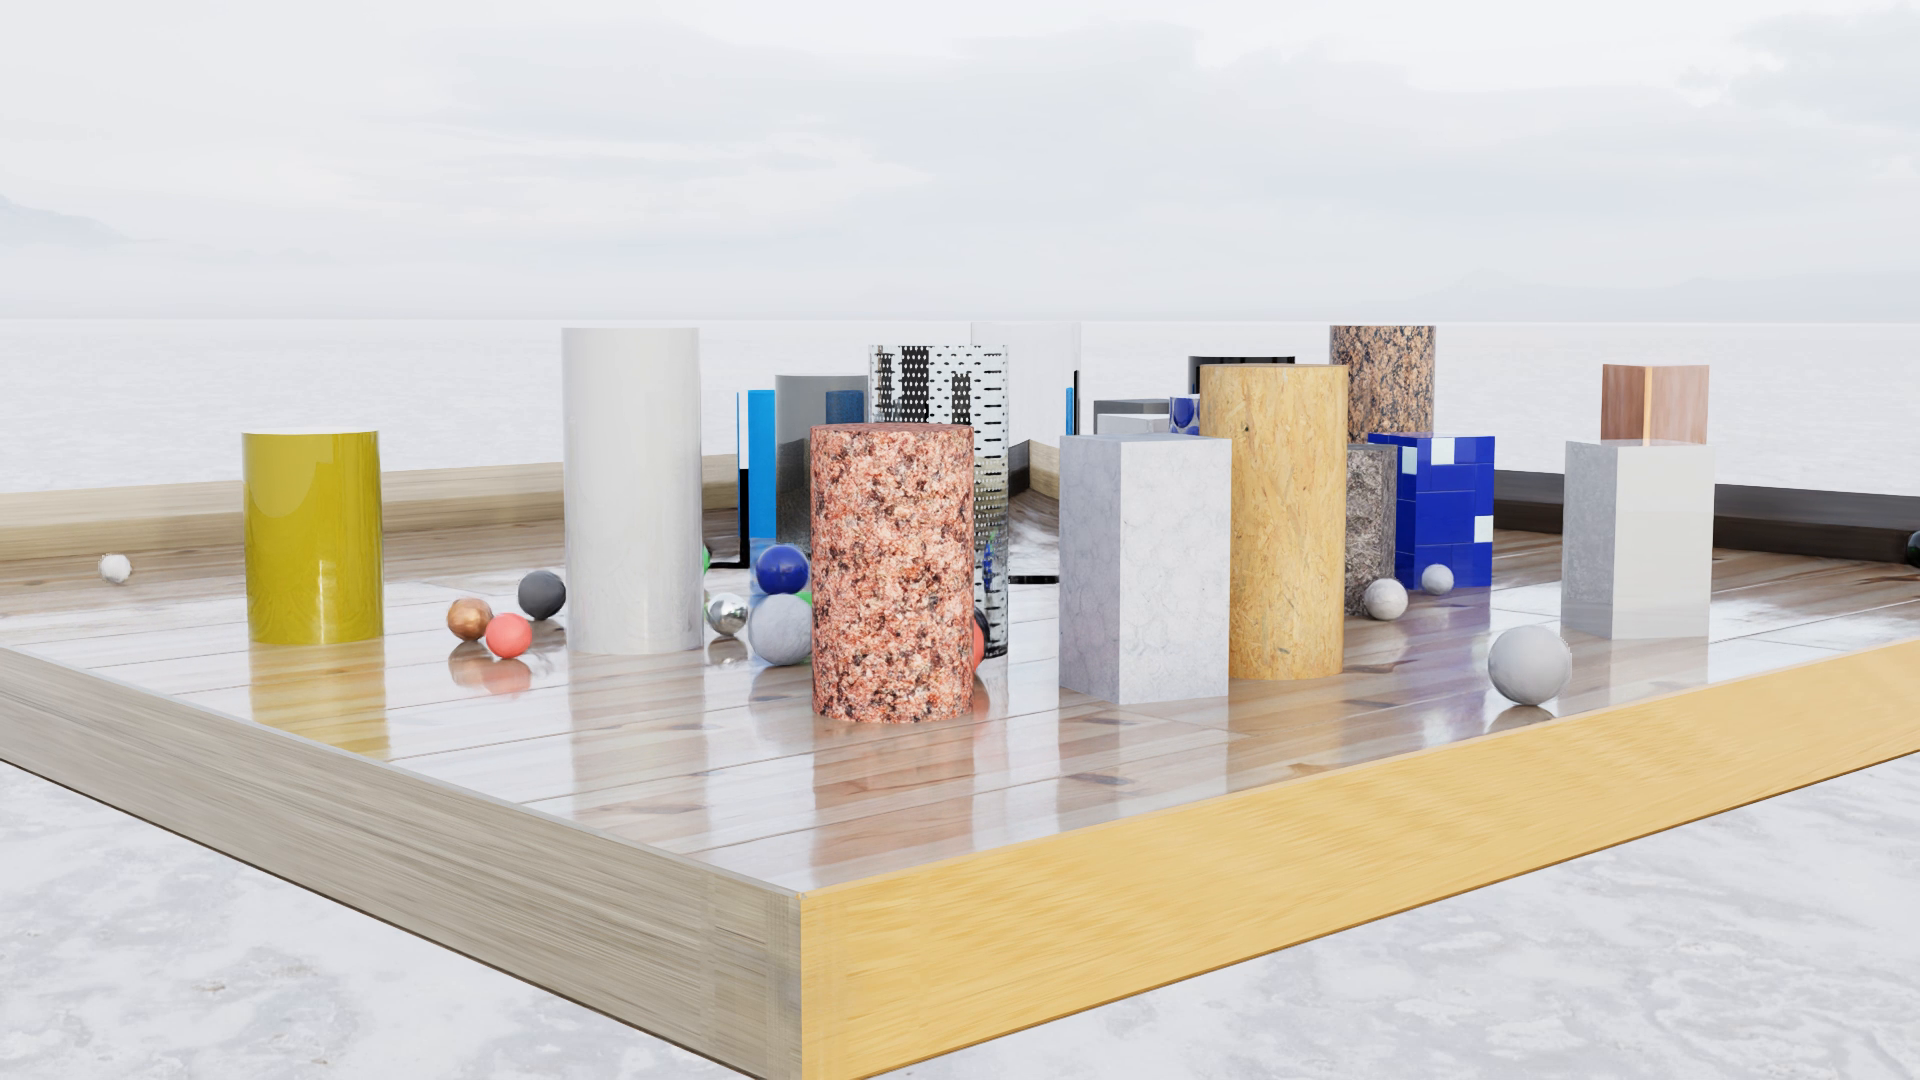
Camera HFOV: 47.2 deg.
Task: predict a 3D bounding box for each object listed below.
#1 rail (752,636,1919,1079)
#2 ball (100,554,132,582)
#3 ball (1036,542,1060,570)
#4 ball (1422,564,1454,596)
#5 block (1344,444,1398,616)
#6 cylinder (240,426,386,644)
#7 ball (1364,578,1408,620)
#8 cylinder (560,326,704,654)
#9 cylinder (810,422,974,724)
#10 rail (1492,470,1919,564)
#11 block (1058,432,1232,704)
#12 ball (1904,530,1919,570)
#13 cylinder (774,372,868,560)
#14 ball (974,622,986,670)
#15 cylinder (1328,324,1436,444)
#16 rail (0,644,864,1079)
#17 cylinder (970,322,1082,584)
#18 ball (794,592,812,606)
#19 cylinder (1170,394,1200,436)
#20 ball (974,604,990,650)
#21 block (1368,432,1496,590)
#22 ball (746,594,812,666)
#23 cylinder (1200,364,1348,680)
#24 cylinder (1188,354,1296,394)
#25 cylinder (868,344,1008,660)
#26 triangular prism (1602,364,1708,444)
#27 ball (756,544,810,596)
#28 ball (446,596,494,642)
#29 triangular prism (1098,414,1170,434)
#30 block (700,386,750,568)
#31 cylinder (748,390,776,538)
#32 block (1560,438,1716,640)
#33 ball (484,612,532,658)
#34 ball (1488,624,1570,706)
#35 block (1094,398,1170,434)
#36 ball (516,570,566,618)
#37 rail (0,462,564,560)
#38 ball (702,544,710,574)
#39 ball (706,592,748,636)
[{"bbox_3d":[0.998,0.145,2.258,3.000,0.116,0.045,-6,8,-42],"label":"rail"},{"bbox_3d":[-1.355,0.045,3.529,0.047,0.047,0.047,0,6,0],"label":"ball"},{"bbox_3d":[0.151,0.027,3.697,0.047,0.047,0.047,0,6,0],"label":"ball"},{"bbox_3d":[0.733,0.061,3.375,0.049,0.049,0.049,0,6,0],"label":"ball"},{"bbox_3d":[0.556,-0.018,3.224,0.143,0.238,0.143,2,6,20],"label":"block"},{"bbox_3d":[-0.869,-0.009,2.959,0.179,0.276,0.179,0,6,0],"label":"cylinder"},{"bbox_3d":[0.601,0.084,3.106,0.060,0.060,0.060,0,6,0],"label":"ball"},{"bbox_3d":[-0.427,-0.069,2.871,0.179,0.415,0.179,0,6,0],"label":"cylinder"},{"bbox_3d":[-0.074,0.031,2.418,0.179,0.311,0.179,0,6,0],"label":"cylinder"},{"bbox_3d":[1.085,-0.076,4.328,0.045,0.116,2.990,-6,8,-42],"label":"rail"},{"bbox_3d":[0.211,0.028,2.531,0.143,0.293,0.143,-3,7,-26],"label":"block"},{"bbox_3d":[1.619,0.016,3.676,0.073,0.073,0.073,0,6,0],"label":"ball"},{"bbox_3d":[-0.238,-0.133,3.900,0.179,0.321,0.179,0,6,0],"label":"cylinder"},{"bbox_3d":[-0.011,0.126,2.611,0.082,0.082,0.082,0,6,0],"label":"ball"},{"bbox_3d":[0.717,-0.161,3.753,0.179,0.409,0.179,0,6,0],"label":"cylinder"},{"bbox_3d":[-1.085,0.137,2.337,0.045,0.116,2.990,-6,8,-42],"label":"rail"},{"bbox_3d":[0.107,-0.145,3.571,0.179,0.416,0.179,0,6,0],"label":"cylinder"},{"bbox_3d":[-0.202,0.103,2.880,0.071,0.071,0.071,0,6,0],"label":"ball"},{"bbox_3d":[0.373,-0.035,2.991,0.179,0.320,0.179,0,6,0],"label":"cylinder"},{"bbox_3d":[-0.007,0.115,2.696,0.086,0.086,0.086,0,6,0],"label":"ball"},{"bbox_3d":[0.750,-0.050,3.517,0.143,0.238,0.143,-2,7,-21],"label":"block"},{"bbox_3d":[-0.219,0.110,2.723,0.089,0.089,0.089,0,6,0],"label":"ball"},{"bbox_3d":[0.381,-0.027,2.686,0.179,0.371,0.179,0,6,0],"label":"cylinder"},{"bbox_3d":[0.468,-0.128,3.677,0.179,0.360,0.179,0,6,0],"label":"cylinder"},{"bbox_3d":[-0.027,-0.052,2.812,0.179,0.394,0.179,0,6,0],"label":"cylinder"},{"bbox_3d":[1.050,-0.095,3.408,0.155,0.352,0.134,-5,8,-38],"label":"triangular prism"},{"bbox_3d":[-0.269,0.047,3.338,0.083,0.083,0.083,0,6,0],"label":"ball"},{"bbox_3d":[-0.650,0.104,2.916,0.060,0.060,0.060,0,6,0],"label":"ball"},{"bbox_3d":[0.259,-0.040,3.215,0.134,0.283,0.155,4,8,36],"label":"triangular prism"},{"bbox_3d":[-0.445,-0.108,3.765,0.143,0.302,0.143,-2,6,-15],"label":"block"},{"bbox_3d":[-0.351,-0.151,4.278,0.179,0.277,0.179,0,6,0],"label":"cylinder"},{"bbox_3d":[0.923,-0.004,3.002,0.143,0.257,0.143,-1,6,-12],"label":"block"},{"bbox_3d":[-0.570,0.120,2.773,0.058,0.058,0.058,0,6,0],"label":"ball"},{"bbox_3d":[0.634,0.139,2.450,0.089,0.089,0.089,0,6,0],"label":"ball"},{"bbox_3d":[0.333,-0.106,3.858,0.143,0.277,0.143,-4,7,-33],"label":"block"},{"bbox_3d":[-0.594,0.077,3.124,0.069,0.069,0.069,0,6,0],"label":"ball"},{"bbox_3d":[-0.998,-0.085,4.408,3.000,0.116,0.045,-6,8,-42],"label":"rail"},{"bbox_3d":[-0.437,0.032,3.531,0.071,0.071,0.071,0,6,0],"label":"ball"},{"bbox_3d":[-0.315,0.100,2.969,0.058,0.058,0.058,0,6,0],"label":"ball"}]
